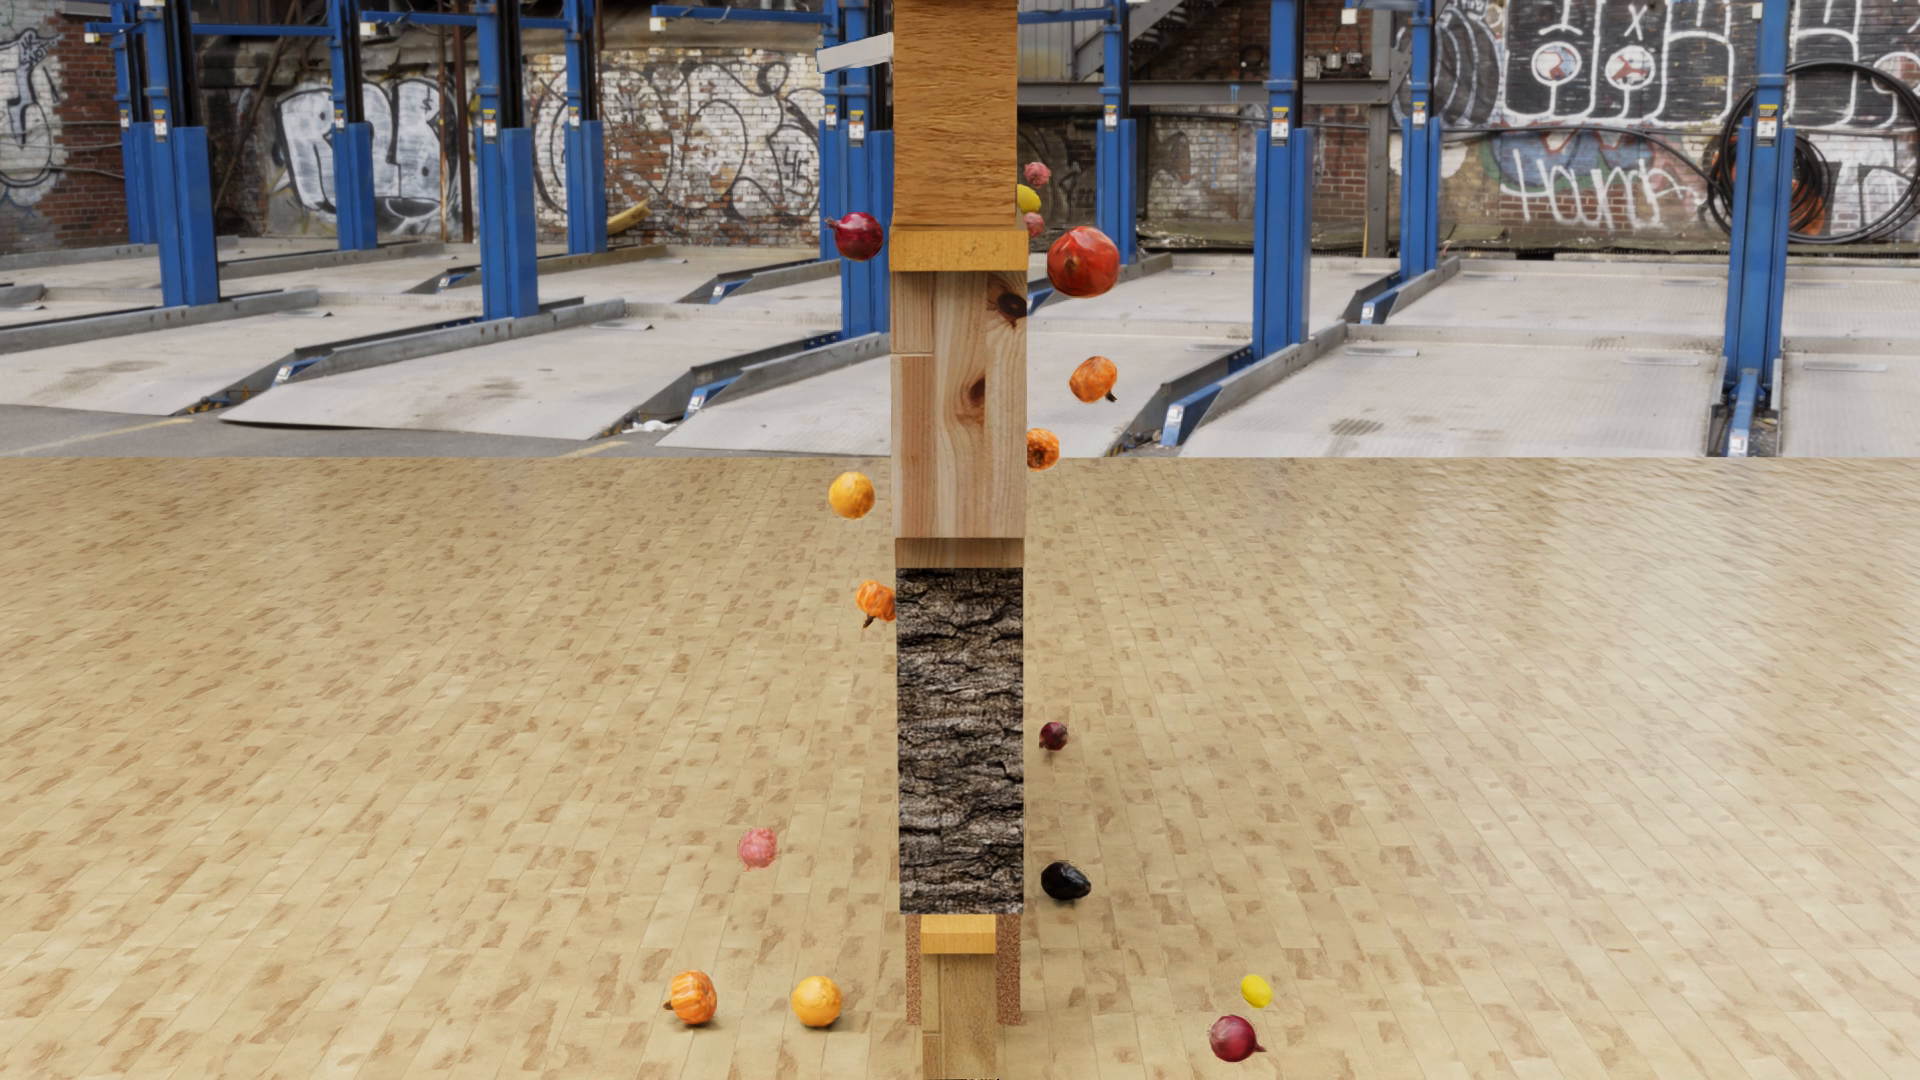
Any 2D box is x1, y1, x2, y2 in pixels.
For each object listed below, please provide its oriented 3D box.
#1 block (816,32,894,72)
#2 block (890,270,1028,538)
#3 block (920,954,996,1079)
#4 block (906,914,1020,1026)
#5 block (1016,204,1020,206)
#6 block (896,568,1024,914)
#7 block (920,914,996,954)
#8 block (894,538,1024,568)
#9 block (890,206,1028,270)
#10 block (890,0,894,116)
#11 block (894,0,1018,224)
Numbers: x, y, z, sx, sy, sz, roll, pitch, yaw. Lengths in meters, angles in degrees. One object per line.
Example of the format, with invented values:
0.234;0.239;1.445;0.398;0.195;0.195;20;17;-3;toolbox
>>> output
-0.087;-0.692;3.075;0.209;0.030;0.104;-4;12;39;block
-0.001;-0.174;2.757;0.169;0.338;0.048;0;11;0;block
-0.001;0.630;2.915;0.098;0.196;0.028;-1;10;0;block
0.004;0.527;3.121;0.162;0.324;0.046;0;11;0;block
-0.005;-0.458;3.171;0.171;0.049;0.343;0;8;0;block
0.001;0.260;2.911;0.166;0.477;0.047;0;10;0;block
-0.001;0.507;2.960;0.098;0.028;0.196;0;10;1;block
0.000;-0.023;2.973;0.166;0.047;0.331;0;12;0;block
-0.003;-0.391;2.829;0.169;0.048;0.337;0;14;-1;block
-0.020;-0.648;3.240;0.153;0.306;0.043;-3;6;-15;block
-0.005;-0.542;2.707;0.150;0.301;0.043;1;9;2;block
